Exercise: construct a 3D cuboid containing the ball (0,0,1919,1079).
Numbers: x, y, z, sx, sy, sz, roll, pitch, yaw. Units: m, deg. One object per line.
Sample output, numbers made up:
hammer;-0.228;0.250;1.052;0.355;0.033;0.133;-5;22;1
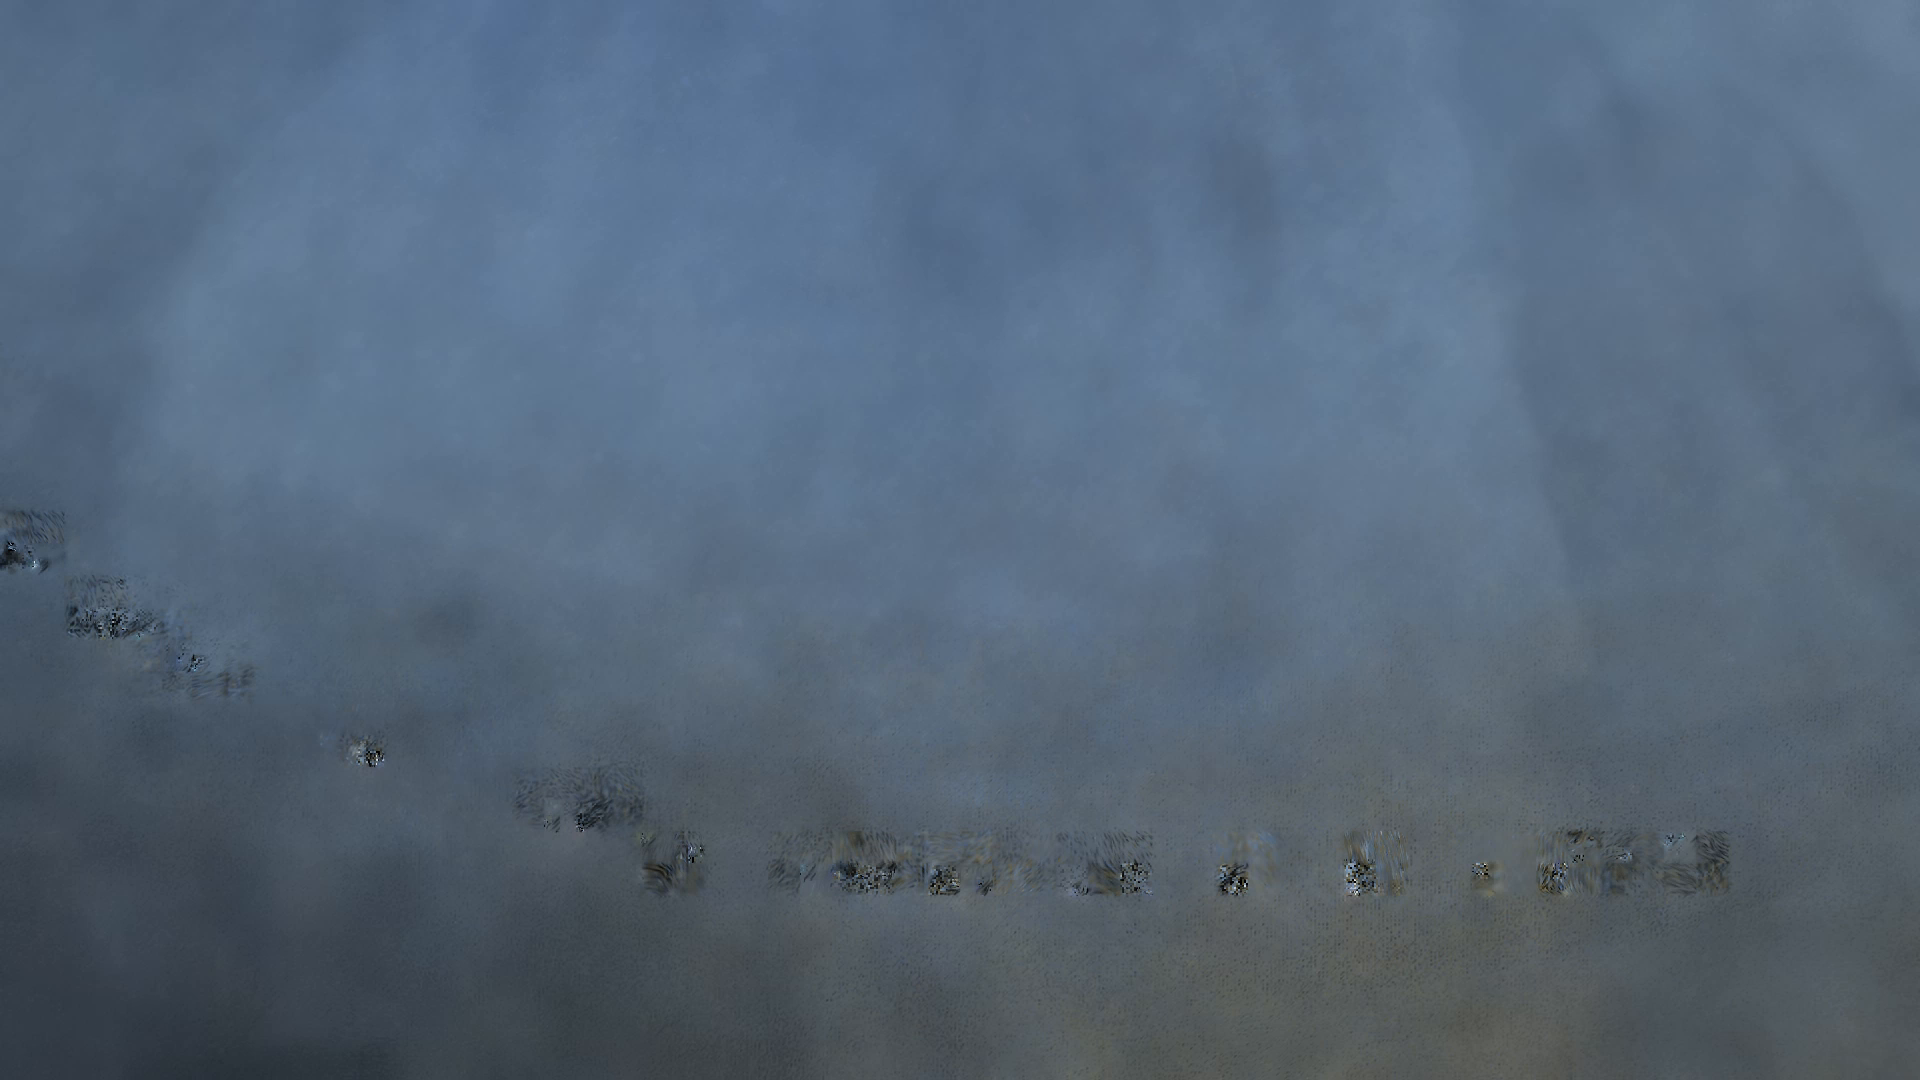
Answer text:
ball;0.002;-0.001;0.053;0.080;0.080;0.080;0;4;0
